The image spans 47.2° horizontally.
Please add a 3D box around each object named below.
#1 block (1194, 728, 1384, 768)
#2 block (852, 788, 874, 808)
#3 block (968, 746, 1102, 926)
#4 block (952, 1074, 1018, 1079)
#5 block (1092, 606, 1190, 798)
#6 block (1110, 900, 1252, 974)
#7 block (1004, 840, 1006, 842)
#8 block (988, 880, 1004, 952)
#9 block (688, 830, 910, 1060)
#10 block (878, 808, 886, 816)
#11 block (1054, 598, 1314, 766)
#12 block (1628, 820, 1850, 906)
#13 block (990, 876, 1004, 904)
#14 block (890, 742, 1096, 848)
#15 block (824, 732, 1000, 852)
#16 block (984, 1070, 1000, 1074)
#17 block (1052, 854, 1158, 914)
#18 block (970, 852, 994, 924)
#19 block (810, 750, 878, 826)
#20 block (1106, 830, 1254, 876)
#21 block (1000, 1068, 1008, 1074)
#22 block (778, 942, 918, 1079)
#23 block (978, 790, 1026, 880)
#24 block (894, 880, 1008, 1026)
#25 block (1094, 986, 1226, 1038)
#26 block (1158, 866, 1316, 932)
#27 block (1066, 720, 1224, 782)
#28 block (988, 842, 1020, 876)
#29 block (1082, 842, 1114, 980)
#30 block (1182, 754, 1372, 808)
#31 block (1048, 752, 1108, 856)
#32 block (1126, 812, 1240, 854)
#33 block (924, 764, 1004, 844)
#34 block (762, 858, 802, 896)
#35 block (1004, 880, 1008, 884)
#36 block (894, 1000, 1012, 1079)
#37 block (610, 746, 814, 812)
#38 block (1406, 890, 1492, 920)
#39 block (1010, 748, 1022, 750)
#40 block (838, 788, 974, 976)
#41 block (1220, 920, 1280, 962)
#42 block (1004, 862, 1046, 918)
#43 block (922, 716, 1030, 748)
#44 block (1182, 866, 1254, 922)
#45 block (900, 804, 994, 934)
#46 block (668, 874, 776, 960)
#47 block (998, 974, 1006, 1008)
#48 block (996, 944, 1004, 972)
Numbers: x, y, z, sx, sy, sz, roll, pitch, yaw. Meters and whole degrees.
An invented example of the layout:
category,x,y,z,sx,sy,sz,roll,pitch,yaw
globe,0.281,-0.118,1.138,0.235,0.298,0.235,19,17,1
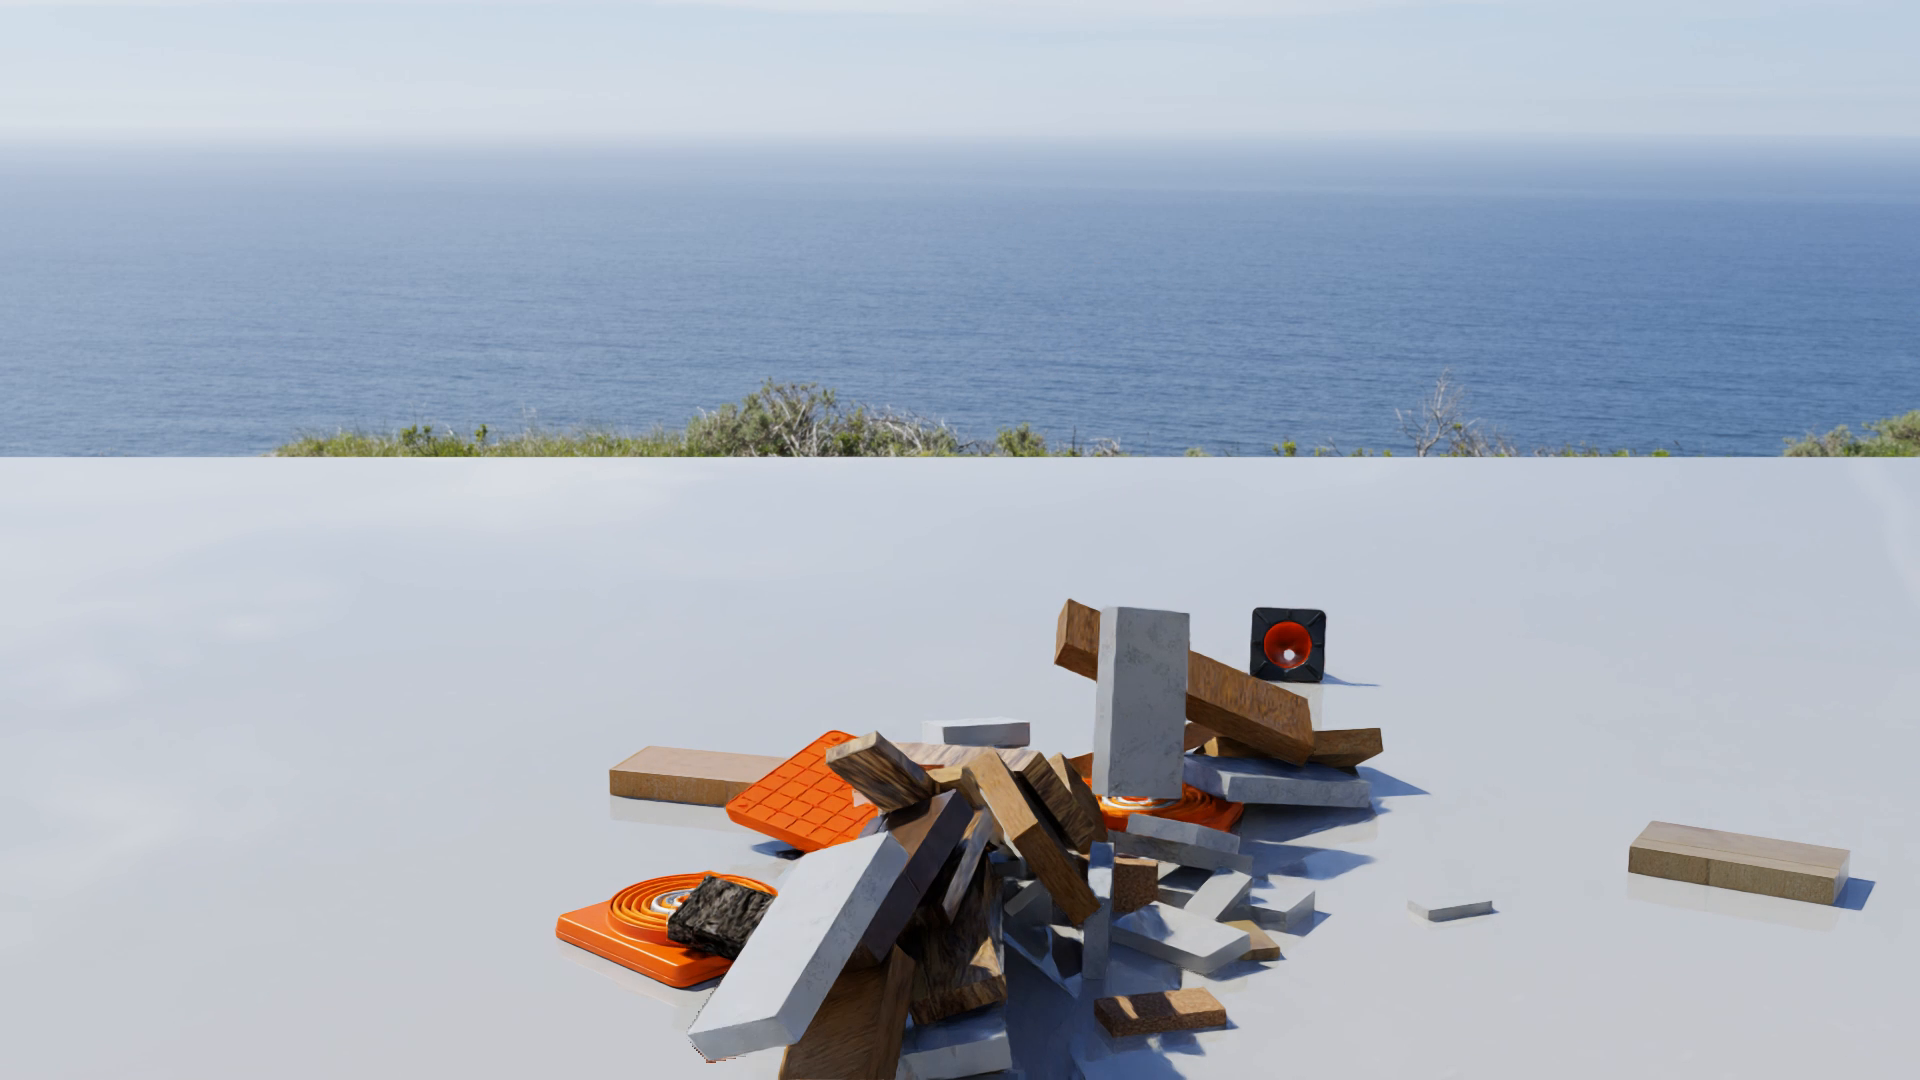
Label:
category,x,y,z,sx,sy,sz,roll,pitch,yaw
block,0.640,0.414,4.304,0.331,0.047,0.166,-2,-15,-11
block,-0.106,0.402,3.554,0.101,0.029,0.202,-8,-9,-14
block,0.108,0.441,3.314,0.047,0.167,0.335,-36,17,-1
block,0.014,0.721,2.561,0.126,0.036,0.253,-1,26,-3
block,0.325,0.292,3.942,0.167,0.335,0.047,6,-5,-33
block,0.340,0.615,3.407,0.101,0.029,0.203,-19,19,-37
block,0.019,0.482,3.204,0.073,0.021,0.154,3,21,10
block,-0.009,0.537,3.169,0.141,0.040,0.282,1,4,2
block,-0.194,0.493,2.691,0.157,0.044,0.314,-21,24,39
block,-0.030,0.479,3.539,0.128,0.036,0.256,-5,17,-21
block,0.423,0.268,4.156,0.509,0.050,0.176,23,25,-6
block,1.331,0.549,3.760,0.331,0.047,0.166,6,12,30
block,0.012,0.493,3.100,0.073,0.021,0.146,4,17,13
block,0.035,0.421,3.662,0.047,0.167,0.429,-46,23,-27
block,-0.063,0.359,3.033,0.085,0.290,0.024,-23,43,28
block,-0.022,0.668,2.861,0.144,0.041,0.289,1,0,0
block,0.237,0.561,3.590,0.170,0.085,0.024,3,15,14
block,-0.023,0.507,2.950,0.120,0.034,0.239,-13,21,9
block,-0.195,0.469,4.192,0.168,0.048,0.336,0,11,-1
block,0.368,0.526,3.680,0.241,0.034,0.121,10,-8,9
block,0.000,0.706,2.797,0.126,0.036,0.253,0,0,-1
block,-0.148,0.641,2.631,0.157,0.044,0.314,-29,29,28
block,0.008,0.455,3.389,0.130,0.037,0.259,-2,17,-12
block,-0.018,0.525,2.808,0.120,0.034,0.239,-17,21,-1
block,0.286,0.675,3.146,0.169,0.024,0.085,-3,11,-15
block,0.444,0.586,3.598,0.241,0.034,0.121,6,12,31
block,0.374,0.409,4.336,0.176,0.050,0.353,-21,-7,43
block,0.030,0.449,3.178,0.073,0.021,0.146,-4,16,-16
block,0.215,0.571,3.411,0.037,0.130,0.259,3,11,5
block,0.588,0.452,4.122,0.331,0.047,0.166,6,6,-29
block,0.209,0.476,3.816,0.034,0.118,0.237,-34,24,10
block,0.379,0.497,3.712,0.121,0.034,0.241,7,-9,25
block,-0.007,0.379,3.088,0.085,0.169,0.024,-11,47,18
block,-0.261,0.575,3.682,0.085,0.024,0.170,3,11,16
block,0.013,0.480,3.421,0.101,0.029,0.202,0,16,-6
block,-0.022,0.605,2.776,0.144,0.041,0.289,-10,9,-3
block,-0.477,0.458,4.243,0.353,0.050,0.176,3,11,17
block,0.799,0.596,3.592,0.122,0.017,0.061,-4,11,-21
block,0.018,0.426,4.212,0.168,0.048,0.336,-2,-2,-13
block,-0.110,0.448,2.837,0.157,0.044,0.314,-24,17,34
block,0.447,0.625,3.434,0.061,0.017,0.122,-3,11,-14
block,0.106,0.549,3.640,0.085,0.024,0.193,-41,12,10
block,0.028,0.384,4.363,0.168,0.048,0.336,-3,-2,-8
block,0.411,0.577,3.532,0.061,0.017,0.122,16,45,40
block,-0.042,0.440,2.929,0.120,0.034,0.239,-14,20,21
block,-0.281,0.594,3.319,0.289,0.037,0.130,15,28,16
block,-0.020,0.635,3.069,0.144,0.041,0.289,0,-7,6
block,-0.016,0.606,3.159,0.141,0.040,0.282,1,-8,5
